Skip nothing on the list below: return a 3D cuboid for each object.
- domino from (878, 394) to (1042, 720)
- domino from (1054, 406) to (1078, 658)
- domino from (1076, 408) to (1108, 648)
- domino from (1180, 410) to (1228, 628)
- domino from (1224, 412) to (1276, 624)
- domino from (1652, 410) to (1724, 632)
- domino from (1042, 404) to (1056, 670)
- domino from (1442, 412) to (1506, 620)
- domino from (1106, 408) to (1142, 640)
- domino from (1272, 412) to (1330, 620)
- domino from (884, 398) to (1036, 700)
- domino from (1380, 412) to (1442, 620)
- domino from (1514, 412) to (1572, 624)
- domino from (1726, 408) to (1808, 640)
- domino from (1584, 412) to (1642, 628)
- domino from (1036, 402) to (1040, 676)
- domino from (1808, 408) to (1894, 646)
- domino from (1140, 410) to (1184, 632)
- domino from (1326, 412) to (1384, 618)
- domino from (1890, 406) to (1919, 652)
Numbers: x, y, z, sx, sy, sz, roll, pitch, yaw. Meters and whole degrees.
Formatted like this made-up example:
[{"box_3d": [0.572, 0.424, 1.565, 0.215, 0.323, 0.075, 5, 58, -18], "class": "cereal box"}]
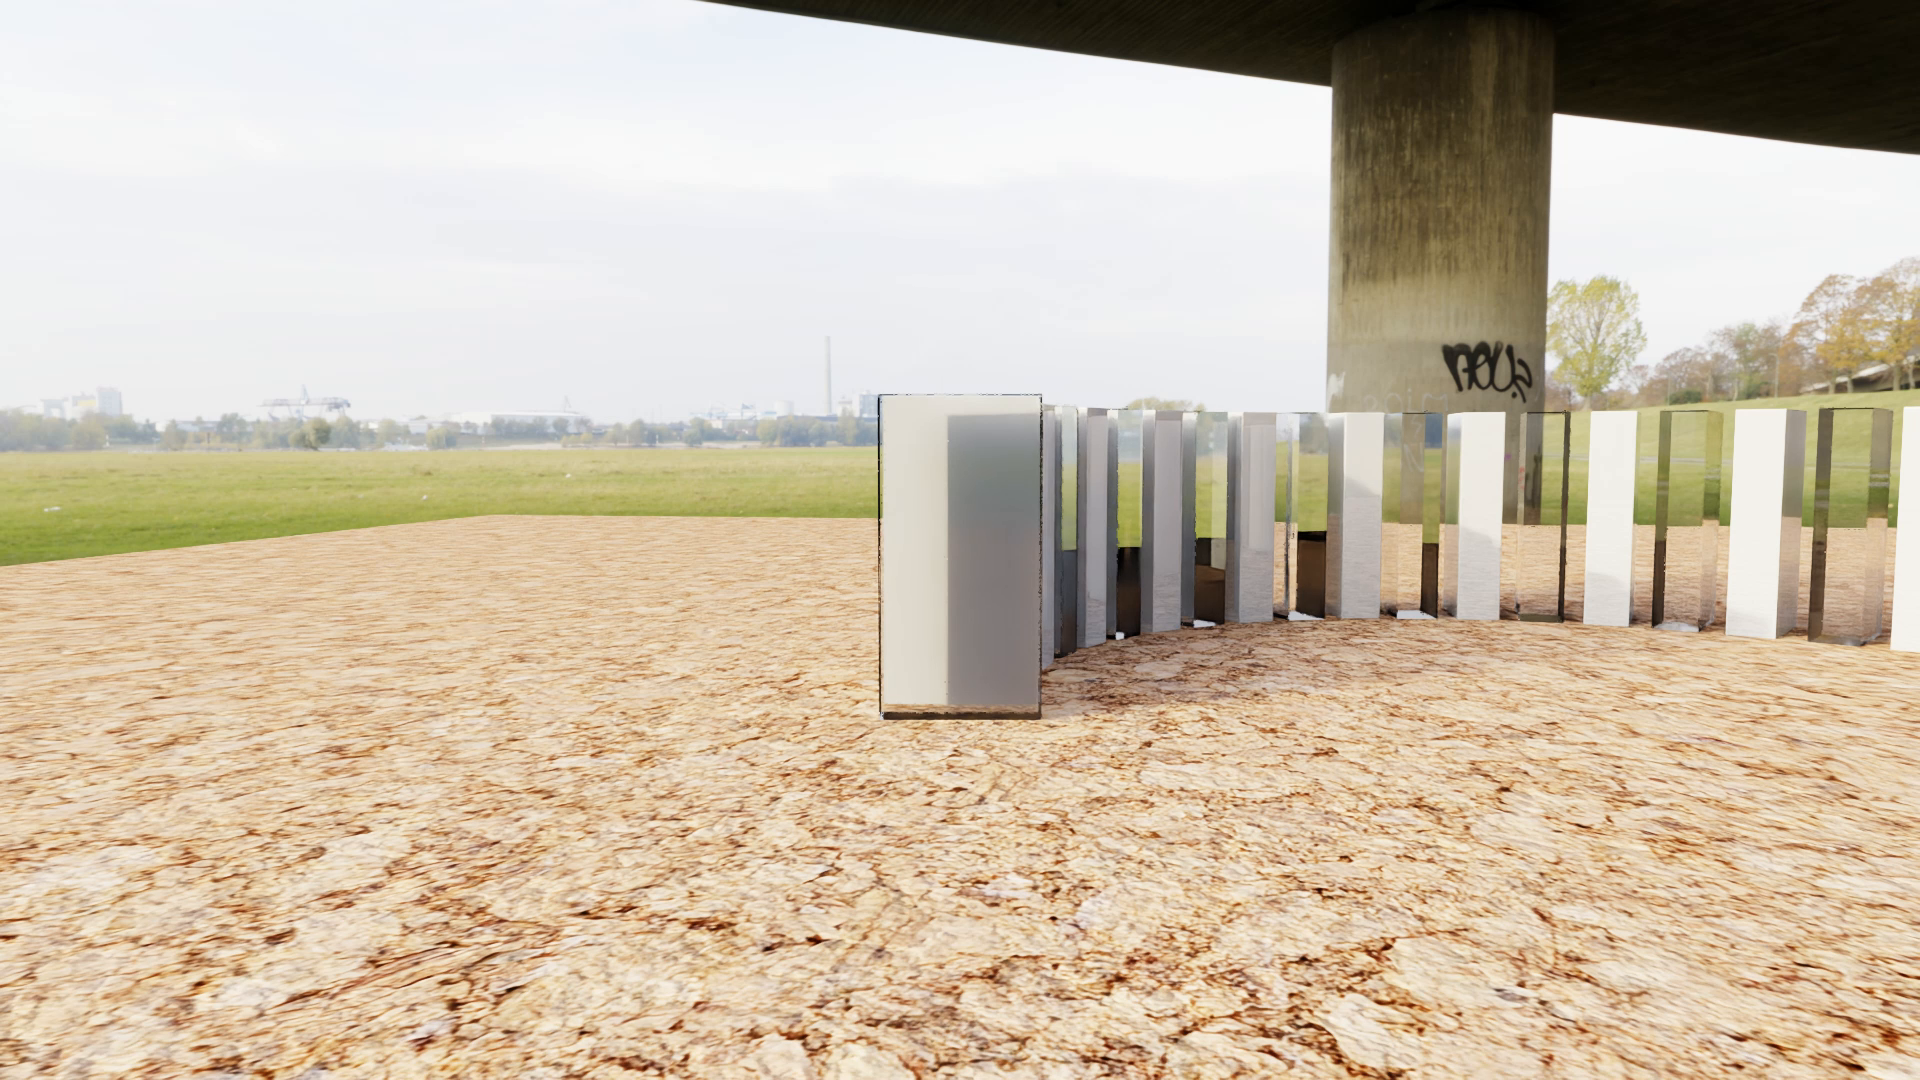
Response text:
[{"box_3d": [0.000, 0.002, 0.201, 0.025, 0.050, 0.009, 0, 4, 0], "class": "domino"}, {"box_3d": [0.011, -0.002, 0.262, 0.025, 0.050, 0.009, 2, 5, 25], "class": "domino"}, {"box_3d": [0.018, -0.003, 0.276, 0.025, 0.050, 0.010, 3, 5, 33], "class": "domino"}, {"box_3d": [0.052, -0.006, 0.309, 0.009, 0.050, 0.025, -3, 5, -31], "class": "domino"}, {"box_3d": [0.066, -0.006, 0.316, 0.010, 0.050, 0.025, -2, 5, -22], "class": "domino"}, {"box_3d": [0.171, -0.005, 0.301, 0.010, 0.050, 0.025, 3, 5, 38], "class": "domino"}, {"box_3d": [0.005, -0.001, 0.248, 0.025, 0.050, 0.010, 1, 4, 17], "class": "domino"}, {"box_3d": [0.128, -0.006, 0.320, 0.009, 0.050, 0.025, 1, 4, 13], "class": "domino"}, {"box_3d": [0.028, -0.004, 0.289, 0.025, 0.050, 0.009, 4, 6, 41], "class": "domino"}, {"box_3d": [0.081, -0.006, 0.321, 0.009, 0.050, 0.025, -1, 4, -14], "class": "domino"}, {"box_3d": [0.000, 0.001, 0.217, 0.025, 0.050, 0.009, 0, 4, 2], "class": "domino"}, {"box_3d": [0.112, -0.007, 0.323, 0.010, 0.050, 0.025, 0, 4, 5], "class": "domino"}, {"box_3d": [0.143, -0.006, 0.316, 0.009, 0.050, 0.025, 2, 5, 20], "class": "domino"}, {"box_3d": [0.183, -0.004, 0.290, 0.009, 0.050, 0.025, 4, 6, 42], "class": "domino"}, {"box_3d": [0.158, -0.006, 0.309, 0.009, 0.050, 0.025, 2, 5, 30], "class": "domino"}, {"box_3d": [0.001, 0.000, 0.232, 0.025, 0.050, 0.009, 1, 4, 7], "class": "domino"}, {"box_3d": [0.194, -0.003, 0.280, 0.009, 0.050, 0.025, 4, 6, 44], "class": "domino"}, {"box_3d": [0.039, -0.005, 0.300, 0.009, 0.050, 0.025, -4, 6, -40], "class": "domino"}, {"box_3d": [0.097, -0.007, 0.323, 0.009, 0.050, 0.025, 0, 4, -4], "class": "domino"}, {"box_3d": [0.205, -0.003, 0.268, 0.025, 0.050, 0.009, -4, 6, -41], "class": "domino"}]
